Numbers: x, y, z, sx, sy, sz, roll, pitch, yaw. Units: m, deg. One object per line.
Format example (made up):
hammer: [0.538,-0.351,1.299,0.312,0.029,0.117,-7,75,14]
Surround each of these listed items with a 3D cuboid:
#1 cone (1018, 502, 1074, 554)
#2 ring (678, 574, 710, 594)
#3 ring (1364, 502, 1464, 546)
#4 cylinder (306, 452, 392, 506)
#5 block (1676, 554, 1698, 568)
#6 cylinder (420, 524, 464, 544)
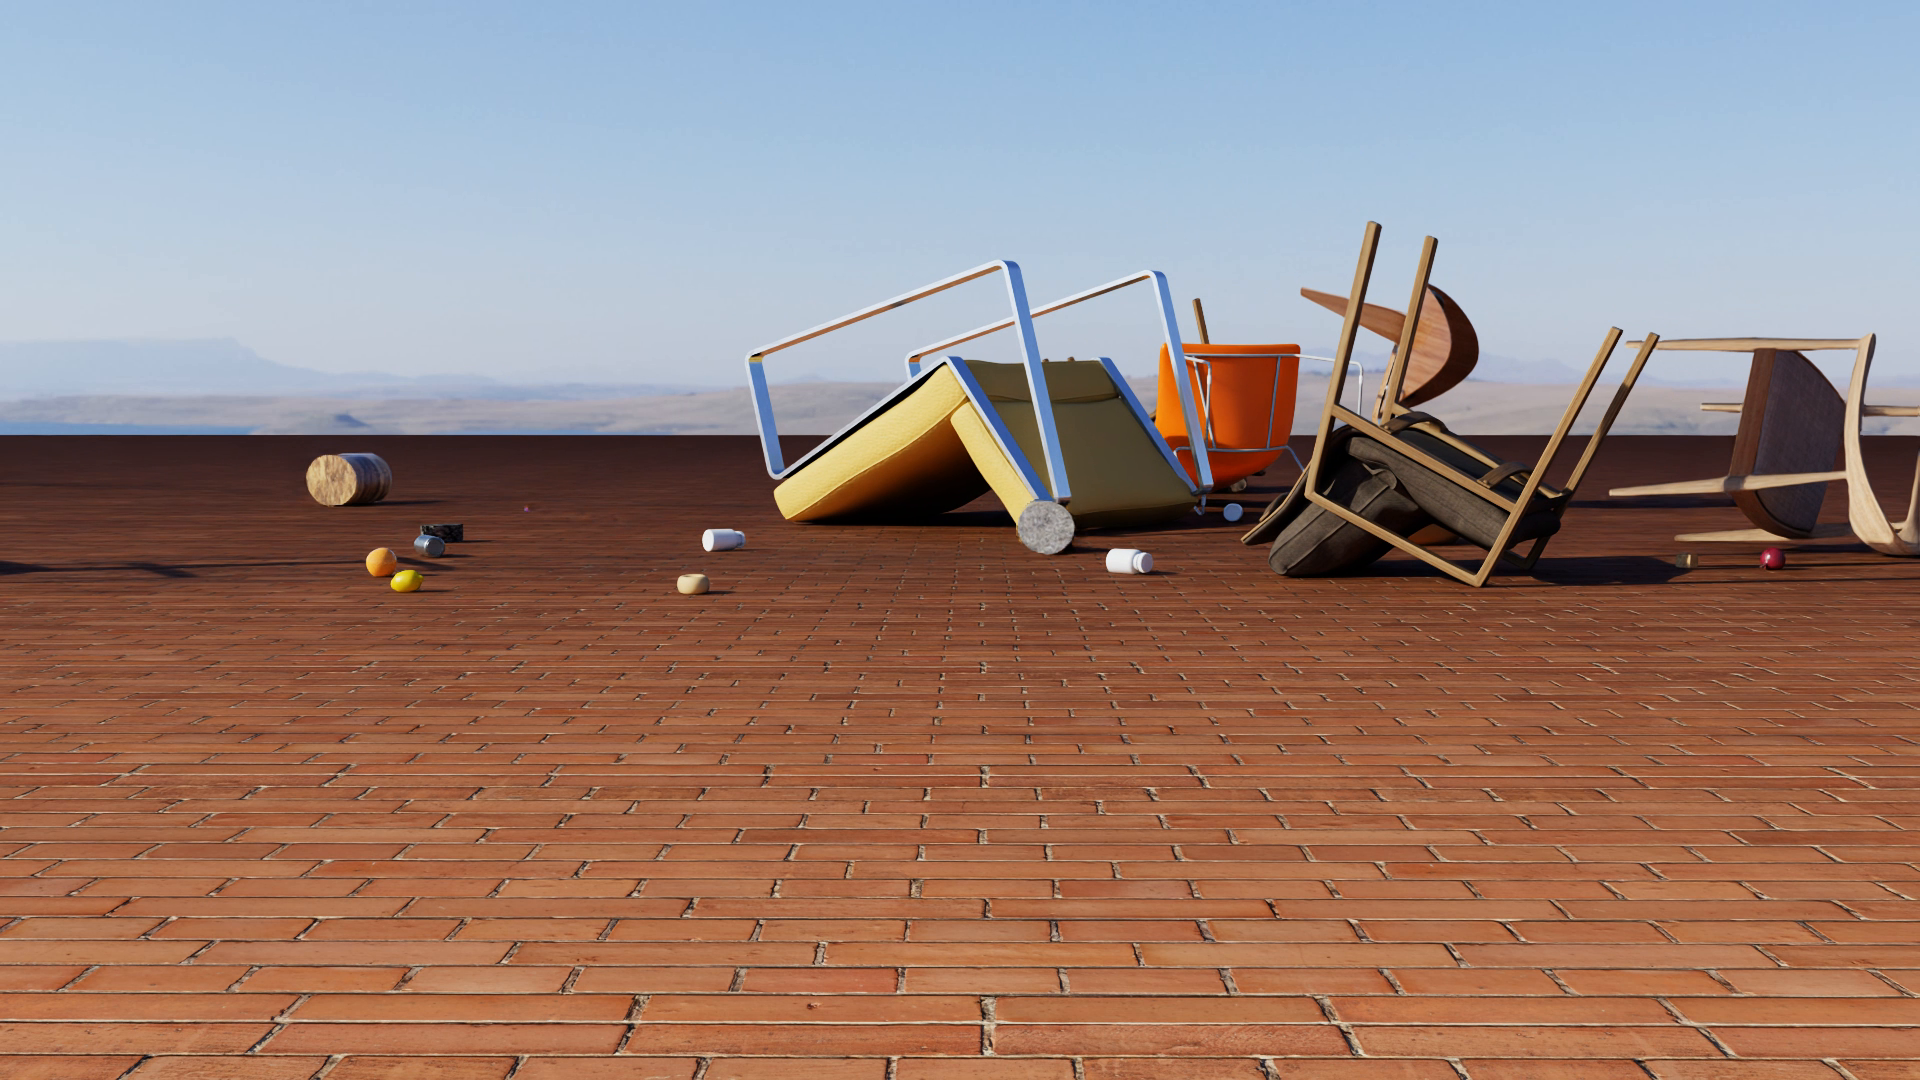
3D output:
cone: [0.278,-0.009,6.147,0.161,0.146,0.326,19,-3,18]
ring: [-0.587,0.098,4.839,0.069,0.039,0.090,-4,6,-21]
ring: [1.323,-0.047,6.407,0.320,0.115,0.264,-4,7,-38]
cylinder: [-2.372,-0.237,8.551,0.224,0.197,0.249,9,6,17]
block: [1.835,0.052,5.552,0.035,0.033,0.040,-3,5,-39]
cylinder: [-1.519,-0.019,6.447,0.076,0.052,0.139,3,5,41]
